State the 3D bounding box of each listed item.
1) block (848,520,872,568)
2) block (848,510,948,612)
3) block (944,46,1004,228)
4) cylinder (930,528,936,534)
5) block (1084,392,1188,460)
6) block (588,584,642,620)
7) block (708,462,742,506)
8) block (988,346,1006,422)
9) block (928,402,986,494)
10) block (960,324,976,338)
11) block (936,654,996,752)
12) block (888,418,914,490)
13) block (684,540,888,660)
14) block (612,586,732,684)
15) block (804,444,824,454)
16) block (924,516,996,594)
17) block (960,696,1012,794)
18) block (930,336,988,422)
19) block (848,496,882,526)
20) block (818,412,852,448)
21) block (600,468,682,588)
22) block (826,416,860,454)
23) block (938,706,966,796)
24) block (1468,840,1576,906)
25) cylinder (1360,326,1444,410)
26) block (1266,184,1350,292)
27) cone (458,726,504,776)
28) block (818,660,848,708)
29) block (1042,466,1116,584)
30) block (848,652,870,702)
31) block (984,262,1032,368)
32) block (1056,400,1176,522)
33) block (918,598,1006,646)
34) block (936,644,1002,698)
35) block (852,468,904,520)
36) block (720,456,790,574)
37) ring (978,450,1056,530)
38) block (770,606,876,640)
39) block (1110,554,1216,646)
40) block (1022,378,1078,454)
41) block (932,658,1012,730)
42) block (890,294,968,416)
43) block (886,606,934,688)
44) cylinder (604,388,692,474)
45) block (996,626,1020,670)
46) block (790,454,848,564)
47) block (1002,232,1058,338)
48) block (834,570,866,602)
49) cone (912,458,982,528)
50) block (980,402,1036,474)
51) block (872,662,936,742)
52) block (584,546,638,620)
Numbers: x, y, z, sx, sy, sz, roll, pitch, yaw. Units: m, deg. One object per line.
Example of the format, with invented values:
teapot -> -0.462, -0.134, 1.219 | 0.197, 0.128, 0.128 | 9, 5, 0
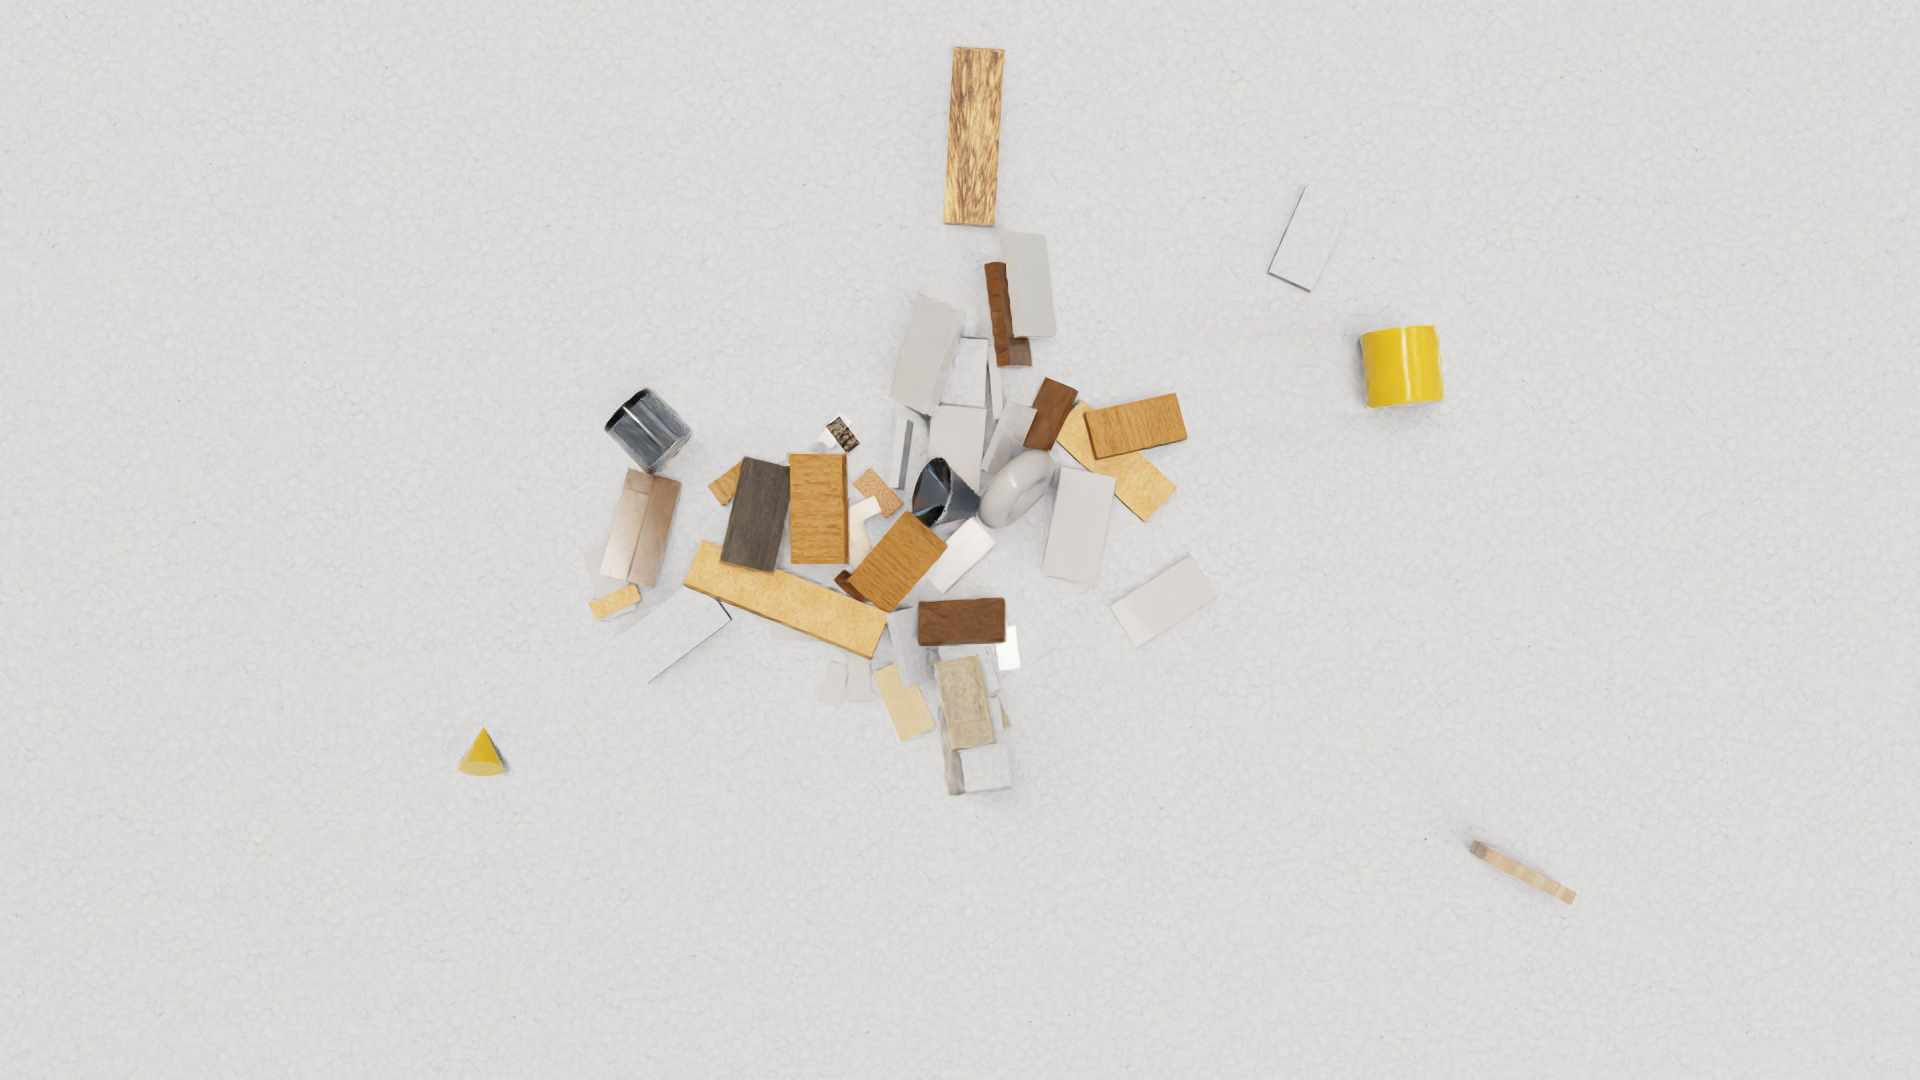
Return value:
block -> -0.343, 0.005, 5.488 | 0.081, 0.023, 0.163 | -17, 90, 0
block -> -0.205, 0.077, 5.369 | 0.179, 0.051, 0.357 | 41, 129, 0
block -> 0.046, -1.337, 5.476 | 0.169, 0.048, 0.582 | 3, 90, 0
cylinder -> -0.140, 0.008, 5.438 | 0.125, 0.125, 0.125 | -44, 90, 0
block -> 0.579, -0.374, 5.443 | 0.314, 0.044, 0.157 | -13, 84, -10
block -> -1.140, 0.203, 5.459 | 0.166, 0.017, 0.060 | -23, 90, 0
block -> -0.750, -0.194, 5.488 | 0.163, 0.023, 0.081 | -36, 90, 0
block -> 0.123, -0.515, 5.439 | 0.034, 0.119, 0.238 | -5, 90, 7
block -> -0.017, -0.268, 5.433 | 0.177, 0.050, 0.354 | 6, 104, 0
block -> 0.014, -0.641, 5.436 | 0.070, 0.020, 0.140 | 2, 97, 1
block -> 0.017, 0.524, 5.308 | 0.144, 0.041, 0.287 | -12, 73, 0
block -> -0.195, -0.283, 5.441 | 0.032, 0.114, 0.229 | 8, 90, 9
block -> -0.570, 0.197, 5.428 | 0.663, 0.045, 0.159 | 21, 70, 2
block -> -0.954, 0.301, 5.475 | 0.359, 0.051, 0.179 | -37, 90, 0
block -> -0.463, -0.252, 5.486 | 0.060, 0.017, 0.120 | -31, 90, 10
block -> -0.009, 0.053, 5.483 | 0.247, 0.035, 0.123 | -44, 90, 0
block -> 0.073, 0.666, 5.341 | 0.149, 0.042, 0.297 | -8, 69, 0
block -> -0.006, -0.491, 5.428 | 0.177, 0.050, 0.354 | 3, 104, 1
block -> -0.323, -0.097, 5.469 | 0.113, 0.016, 0.057 | -25, 90, 0
block -> -0.416, -0.365, 5.492 | 0.057, 0.016, 0.113 | 37, 90, 0
block -> -1.053, -0.038, 5.453 | 0.180, 0.051, 0.360 | 14, 85, -4
block -> -0.388, -0.349, 5.476 | 0.057, 0.016, 0.113 | -38, 104, -4
block -> 0.020, 0.692, 5.479 | 0.148, 0.042, 0.297 | -7, 90, 0
block -> 1.847, 1.091, 5.420 | 0.319, 0.159, 0.045 | 27, 90, 0
cylinder -> 1.441, -0.561, 5.379 | 0.242, 0.242, 0.242 | -6, 90, 0
block -> 1.157, -1.000, 5.478 | 0.157, 0.044, 0.314 | 24, 90, 0
cone -> -1.585, 0.688, 5.467 | 0.148, 0.148, 0.148 | -4, 63, 0
block -> -0.418, 0.479, 5.490 | 0.070, 0.020, 0.140 | 18, 90, 0
block -> 0.392, -0.050, 5.449 | 0.180, 0.051, 0.360 | 11, 98, 0
block -> -0.333, 0.438, 5.452 | 0.070, 0.020, 0.197 | -1, 67, 0
block -> 0.159, -0.736, 5.414 | 0.048, 0.169, 0.338 | -7, 90, 27
block -> 0.509, -0.262, 5.478 | 0.429, 0.044, 0.157 | 43, 90, 0
block -> 0.007, 0.271, 5.431 | 0.287, 0.041, 0.144 | -3, 64, 6
block -> 0.019, 0.395, 5.414 | 0.144, 0.041, 0.287 | -22, 63, -3
block -> -0.272, -0.154, 5.488 | 0.081, 0.023, 0.163 | -44, 90, 0
block -> -0.664, -0.080, 5.426 | 0.179, 0.051, 0.357 | 13, 78, -9
ring -> 0.184, -0.164, 5.354 | 0.104, 0.312, 0.312 | 43, 90, 15
block -> -0.455, 0.275, 5.484 | 0.351, 0.032, 0.114 | 1, 90, 0
block -> 0.674, 0.202, 5.477 | 0.319, 0.045, 0.159 | -32, 90, 0
block -> 0.287, -0.408, 5.456 | 0.119, 0.034, 0.238 | 25, 90, 30
block -> 0.040, 0.510, 5.443 | 0.149, 0.042, 0.297 | -25, 78, -4
block -> -0.105, -0.602, 5.345 | 0.177, 0.050, 0.354 | 30, 109, 37
block -> -0.166, 0.351, 5.441 | 0.035, 0.123, 0.247 | -13, 90, 39
cylinder -> -1.019, -0.356, 5.399 | 0.202, 0.202, 0.202 | -44, 90, 0
block -> 0.157, 0.360, 5.490 | 0.070, 0.020, 0.140 | -8, 90, -1
block -> -0.462, -0.100, 5.404 | 0.180, 0.051, 0.360 | 0, 92, 11
block -> 0.230, -0.836, 5.421 | 0.048, 0.169, 0.338 | -6, 90, 41
block -> -0.359, 0.154, 5.472 | 0.120, 0.060, 0.017 | 42, 131, 0
cone -> 0.006, -0.125, 5.387 | 0.239, 0.239, 0.239 | 15, 90, -30
block -> 0.159, -0.333, 5.412 | 0.034, 0.119, 0.238 | 34, 108, 39
block -> -0.186, 0.531, 5.483 | 0.123, 0.035, 0.247 | -23, 90, 0
block -> -1.161, 0.137, 5.484 | 0.114, 0.032, 0.229 | -17, 90, 0
